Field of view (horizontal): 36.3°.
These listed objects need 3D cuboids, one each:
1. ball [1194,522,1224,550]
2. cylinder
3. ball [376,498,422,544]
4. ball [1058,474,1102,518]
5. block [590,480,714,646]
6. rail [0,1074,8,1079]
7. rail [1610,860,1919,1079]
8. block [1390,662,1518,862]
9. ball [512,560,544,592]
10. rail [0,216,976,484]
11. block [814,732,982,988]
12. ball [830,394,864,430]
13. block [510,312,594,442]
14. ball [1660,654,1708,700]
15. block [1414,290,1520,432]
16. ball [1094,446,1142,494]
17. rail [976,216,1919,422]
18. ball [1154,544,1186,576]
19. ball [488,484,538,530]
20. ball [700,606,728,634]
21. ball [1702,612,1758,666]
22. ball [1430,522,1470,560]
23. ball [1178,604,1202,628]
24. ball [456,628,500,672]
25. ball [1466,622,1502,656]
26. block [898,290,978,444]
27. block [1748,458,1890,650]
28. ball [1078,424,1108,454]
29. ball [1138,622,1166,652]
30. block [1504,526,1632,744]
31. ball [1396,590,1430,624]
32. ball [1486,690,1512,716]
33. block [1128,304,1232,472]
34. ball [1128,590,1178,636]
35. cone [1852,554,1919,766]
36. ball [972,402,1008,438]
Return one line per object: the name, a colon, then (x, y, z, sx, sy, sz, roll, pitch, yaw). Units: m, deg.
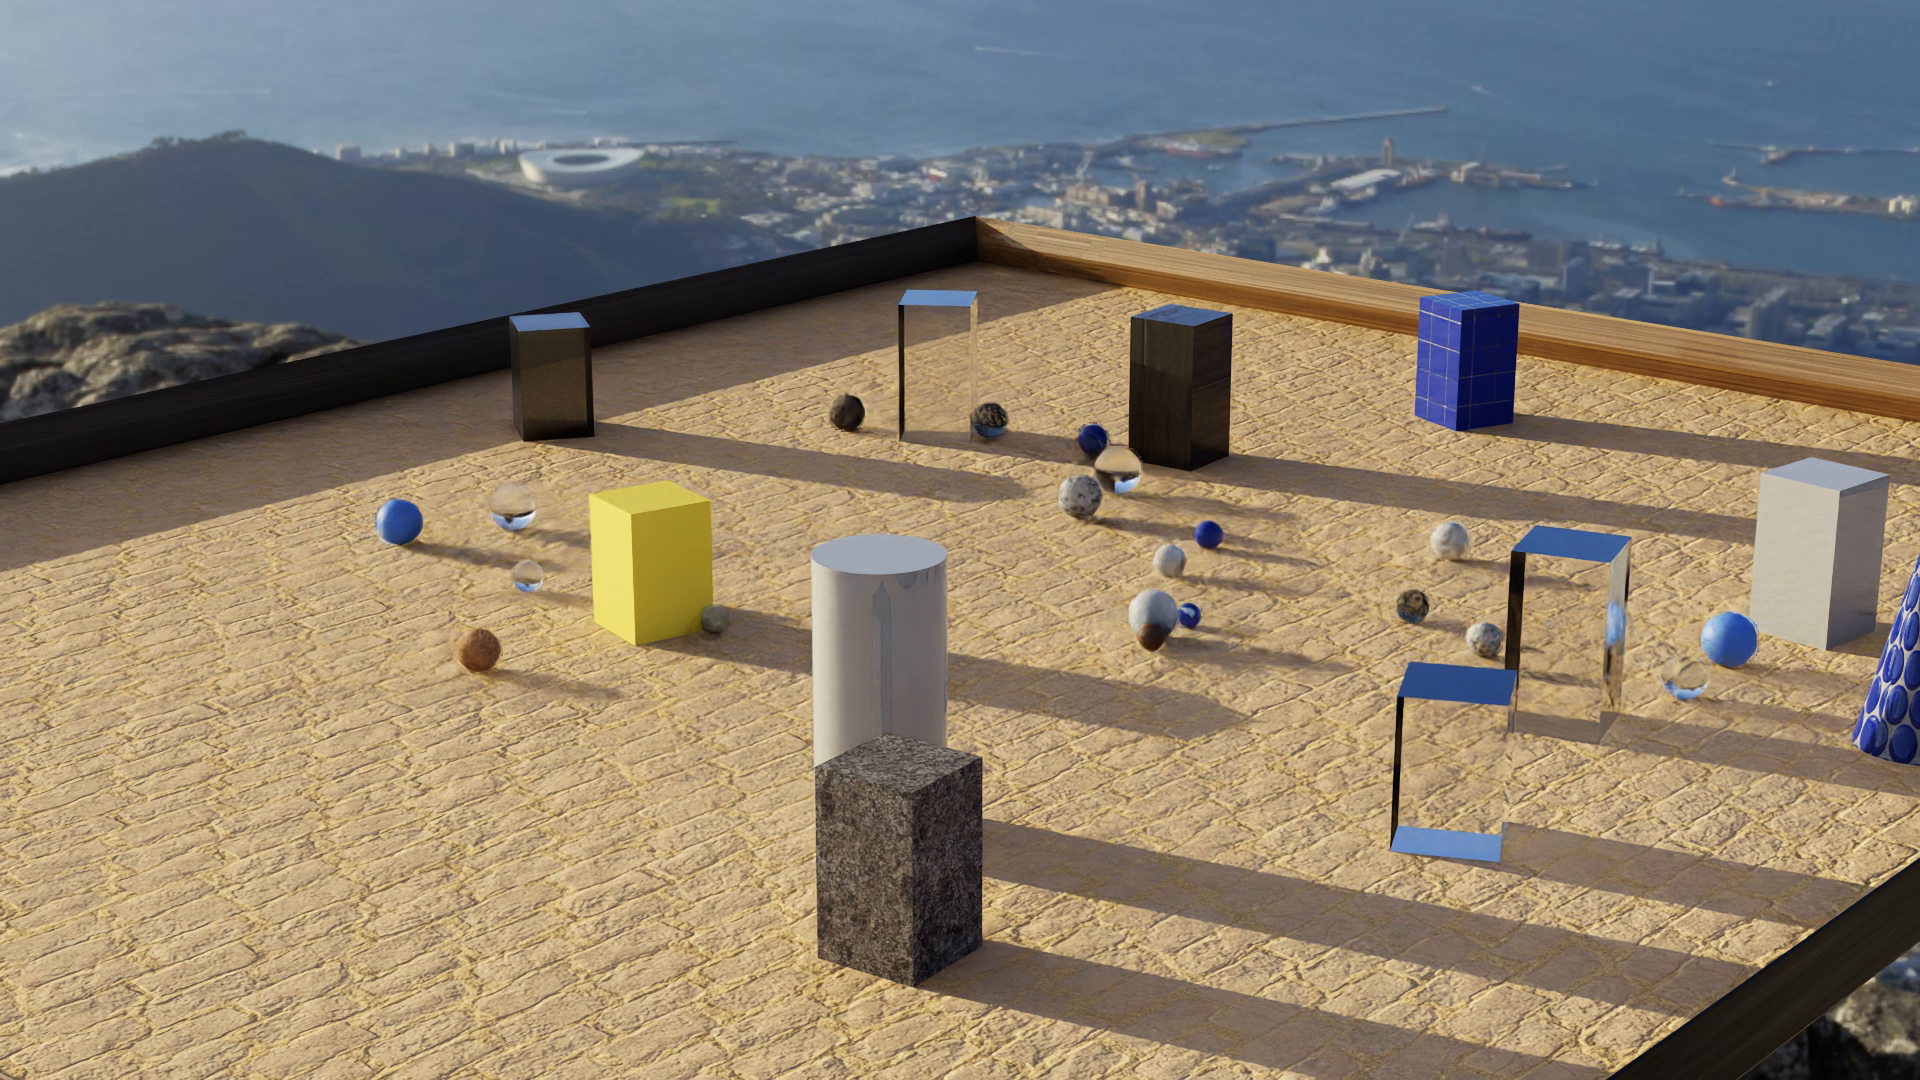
ball: (0.456, -0.008, 5.371, 0.052, 0.052, 0.052, 0, 17, 0)
cylinder: (-0.110, 0.210, 4.049, 0.186, 0.400, 0.186, 0, 17, 0)
ball: (-1.032, -0.033, 5.397, 0.085, 0.085, 0.085, 0, 17, 0)
ball: (0.228, -0.082, 5.560, 0.084, 0.084, 0.084, 0, 17, 0)
block: (-0.517, 0.036, 4.923, 0.149, 0.226, 0.149, -11, 20, -32)
rail: (-1.447, 0.513, 3.526, 3.766, 0.121, 0.045, 14, 22, 39)
rail: (1.404, 0.383, 3.954, 0.045, 0.121, 4.462, 14, 22, 39)
block: (0.681, 0.304, 4.040, 0.149, 0.225, 0.149, 4, 17, 14)
ball: (-0.755, 0.063, 5.126, 0.056, 0.056, 0.056, 0, 17, 0)
rail: (-1.404, -0.323, 6.288, 0.045, 0.121, 4.462, 14, 22, 39)
block: (-0.076, 0.398, 3.673, 0.149, 0.258, 0.149, 12, 20, 33)
ball: (-0.239, -0.270, 6.195, 0.076, 0.076, 0.076, 0, 17, 0)
block: (-0.859, -0.344, 6.165, 0.149, 0.235, 0.149, -5, 17, -15)
ball: (1.136, 0.215, 4.597, 0.072, 0.072, 0.072, 0, 17, 0)
block: (1.080, -0.383, 6.251, 0.149, 0.261, 0.149, -8, 19, -26)
ball: (0.308, -0.136, 5.721, 0.093, 0.093, 0.093, 0, 17, 0)
rail: (1.447, -0.452, 6.716, 3.766, 0.121, 0.045, 14, 22, 39)
ball: (0.373, 0.037, 5.212, 0.058, 0.058, 0.058, 0, 17, 0)
ball: (-0.836, -0.062, 5.483, 0.089, 0.089, 0.089, 0, 17, 0)
ball: (-0.411, 0.133, 4.903, 0.047, 0.047, 0.047, 0, 17, 0)
ball: (1.246, 0.161, 4.747, 0.089, 0.089, 0.089, 0, 17, 0)
ball: (0.887, 0.002, 5.307, 0.070, 0.070, 0.070, 0, 17, 0)
ball: (0.386, 0.127, 4.941, 0.041, 0.041, 0.041, 0, 17, 0)
ball: (-0.777, 0.177, 4.728, 0.070, 0.070, 0.070, 0, 17, 0)
ball: (0.857, 0.162, 4.797, 0.058, 0.058, 0.058, 0, 17, 0)
block: (-0.045, -0.363, 6.131, 0.149, 0.292, 0.149, 2, 17, 5)
block: (1.432, 0.021, 4.892, 0.149, 0.273, 0.149, -14, 22, -40)
ball: (0.272, -0.206, 6.004, 0.063, 0.063, 0.063, 0, 17, 0)
ball: (0.315, 0.159, 4.824, 0.047, 0.047, 0.047, 0, 17, 0)
block: (0.925, 0.142, 4.470, 0.149, 0.286, 0.149, 8, 18, 24)
ball: (0.767, 0.112, 4.964, 0.057, 0.057, 0.057, 0, 17, 0)
ball: (0.831, 0.253, 4.528, 0.040, 0.040, 0.040, 0, 17, 0)
block: (0.447, -0.310, 5.945, 0.149, 0.298, 0.149, 12, 21, 34)
ball: (0.322, 0.124, 4.879, 0.083, 0.083, 0.083, 0, 17, 0)
cone: (1.439, 0.123, 4.362, 0.186, 0.385, 0.186, 0, 17, 0)
ball: (0.064, -0.250, 6.132, 0.074, 0.074, 0.074, 0, 17, 0)
